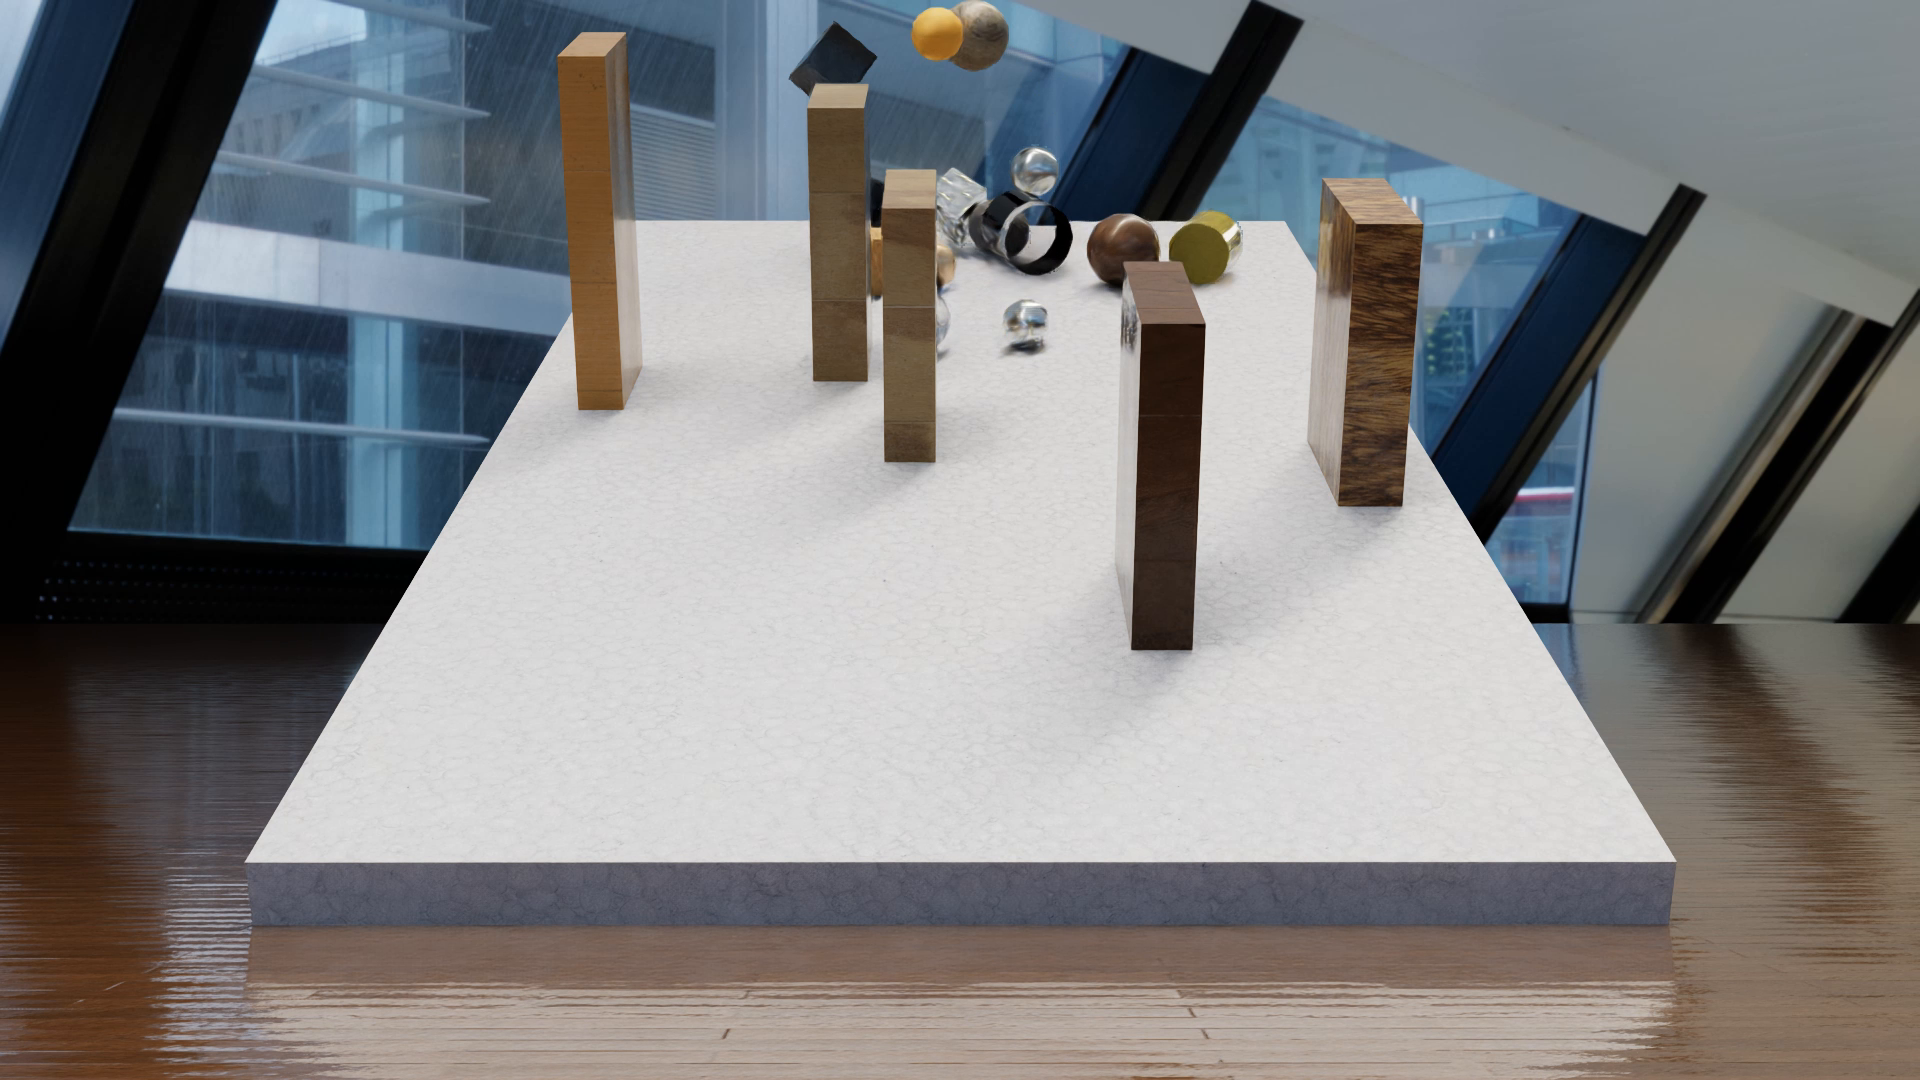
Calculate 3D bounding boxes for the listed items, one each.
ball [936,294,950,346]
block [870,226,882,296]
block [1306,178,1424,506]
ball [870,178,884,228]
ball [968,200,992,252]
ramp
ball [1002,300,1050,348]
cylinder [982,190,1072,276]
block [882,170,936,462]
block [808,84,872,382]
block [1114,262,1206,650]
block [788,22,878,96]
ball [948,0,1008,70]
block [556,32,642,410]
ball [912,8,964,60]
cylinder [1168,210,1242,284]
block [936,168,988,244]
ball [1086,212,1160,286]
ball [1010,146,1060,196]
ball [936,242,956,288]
[{"bbox_3d":[-0.099,-0.538,5.566,0.154,0.154,0.154,0,-2,0],"label":"ball"},{"bbox_3d":[-0.261,-0.749,6.128,0.151,0.151,0.151,18,27,39],"label":"block"},{"bbox_3d":[0.818,-0.410,4.643,0.129,0.573,0.423,0,21,0],"label":"block"},{"bbox_3d":[-0.271,-0.941,6.556,0.205,0.205,0.205,0,-2,0],"label":"ball"},{"bbox_3d":[0.100,-0.896,6.503,0.152,0.152,0.152,0,-2,0],"label":"ball"},{"bbox_3d":[-0.006,-0.213,5.069,2.000,0.100,4.000,0,21,0],"label":"ramp"},{"bbox_3d":[0.162,-0.532,5.601,0.119,0.119,0.119,0,-2,0],"label":"ball"},{"bbox_3d":[0.185,-0.858,6.351,0.198,0.198,0.198,1,19,-20],"label":"cylinder"},{"bbox_3d":[-0.106,-0.486,4.883,0.108,0.542,0.387,0,21,0],"label":"block"},{"bbox_3d":[-0.281,-0.729,5.385,0.128,0.640,0.327,0,21,0],"label":"block"},{"bbox_3d":[0.343,-0.154,3.967,0.105,0.573,0.417,0,21,0],"label":"block"},{"bbox_3d":[-0.358,-1.324,6.388,0.153,0.153,0.153,38,-20,-14],"label":"block"},{"bbox_3d":[0.043,-1.521,6.868,0.209,0.209,0.209,0,-2,0],"label":"ball"},{"bbox_3d":[-0.810,-0.724,5.159,0.102,0.789,0.350,0,21,0],"label":"block"},{"bbox_3d":[-0.066,-1.481,6.669,0.154,0.154,0.154,0,-2,0],"label":"ball"},{"bbox_3d":[0.673,-0.804,6.252,0.169,0.169,0.169,-1,19,20],"label":"cylinder"},{"bbox_3d":[-0.011,-0.962,6.563,0.130,0.130,0.130,36,-21,18],"label":"block"},{"bbox_3d":[0.441,-0.783,6.153,0.199,0.199,0.199,0,-2,0],"label":"ball"},{"bbox_3d":[0.218,-1.079,6.667,0.144,0.144,0.144,0,-2,0],"label":"ball"},{"bbox_3d":[-0.072,-0.741,6.144,0.124,0.124,0.124,0,-2,0],"label":"ball"}]
